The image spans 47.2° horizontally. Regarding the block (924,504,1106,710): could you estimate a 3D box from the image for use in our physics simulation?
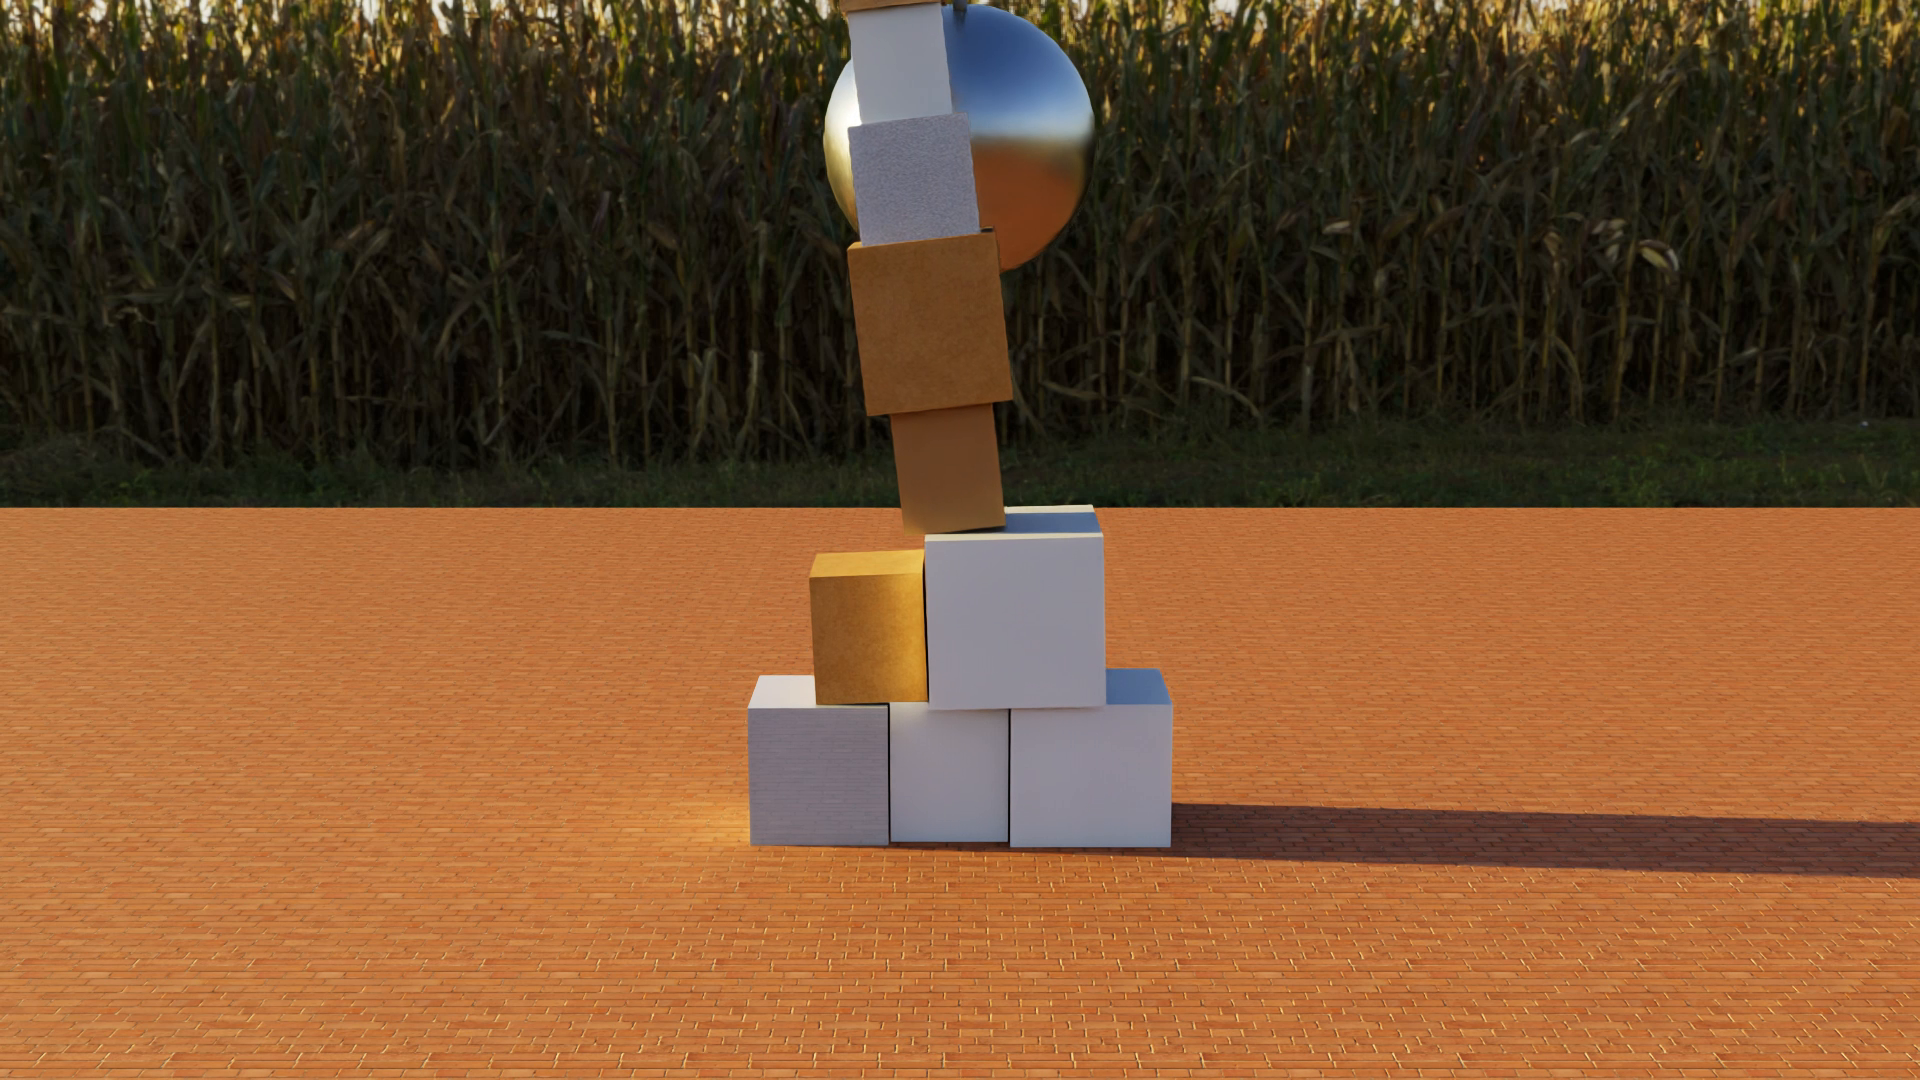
[{"bbox_3d":[0.275,0.328,11.255,0.872,0.850,0.952,-1,10,0],"label":"block"}]

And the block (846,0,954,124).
[{"bbox_3d":[-0.287,-2.327,10.761,0.449,0.532,0.448,-7,10,1],"label":"block"}]

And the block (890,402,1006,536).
[{"bbox_3d":[-0.059,-0.402,11.123,0.507,0.626,0.575,-7,10,1],"label":"block"}]

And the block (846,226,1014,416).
[{"bbox_3d":[-0.143,-1.104,10.991,0.718,0.813,0.742,-7,10,1],"label":"block"}]

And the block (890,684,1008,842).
[{"bbox_3d":[-0.054,1.119,11.378,0.594,0.728,0.593,0,10,0],"label":"block"}]

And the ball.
[{"bbox_3d":[0.000,-2.321,12.867,1.600,1.600,1.600,0,10,0],"label":"ball"}]

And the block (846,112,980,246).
[{"bbox_3d":[-0.223,-1.784,10.861,0.582,0.580,0.525,-7,10,1],"label":"block"}]

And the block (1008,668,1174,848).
[{"bbox_3d":[0.656,1.114,11.374,0.806,0.738,0.763,0,10,0],"label":"block"}]

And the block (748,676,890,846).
[{"bbox_3d":[-0.710,1.128,11.368,0.699,0.713,0.683,0,10,0],"label":"block"}]

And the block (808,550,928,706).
[{"bbox_3d":[-0.455,0.439,11.278,0.562,0.654,0.632,-2,10,0],"label":"block"}]

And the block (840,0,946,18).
[{"bbox_3d":[-0.349,-2.849,10.645,0.502,0.544,0.508,-7,10,1],"label":"block"}]

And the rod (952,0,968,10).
[{"bbox_3d":[0.000,-5.250,11.139,0.080,5.200,0.080,0,31,0],"label":"rod"}]
